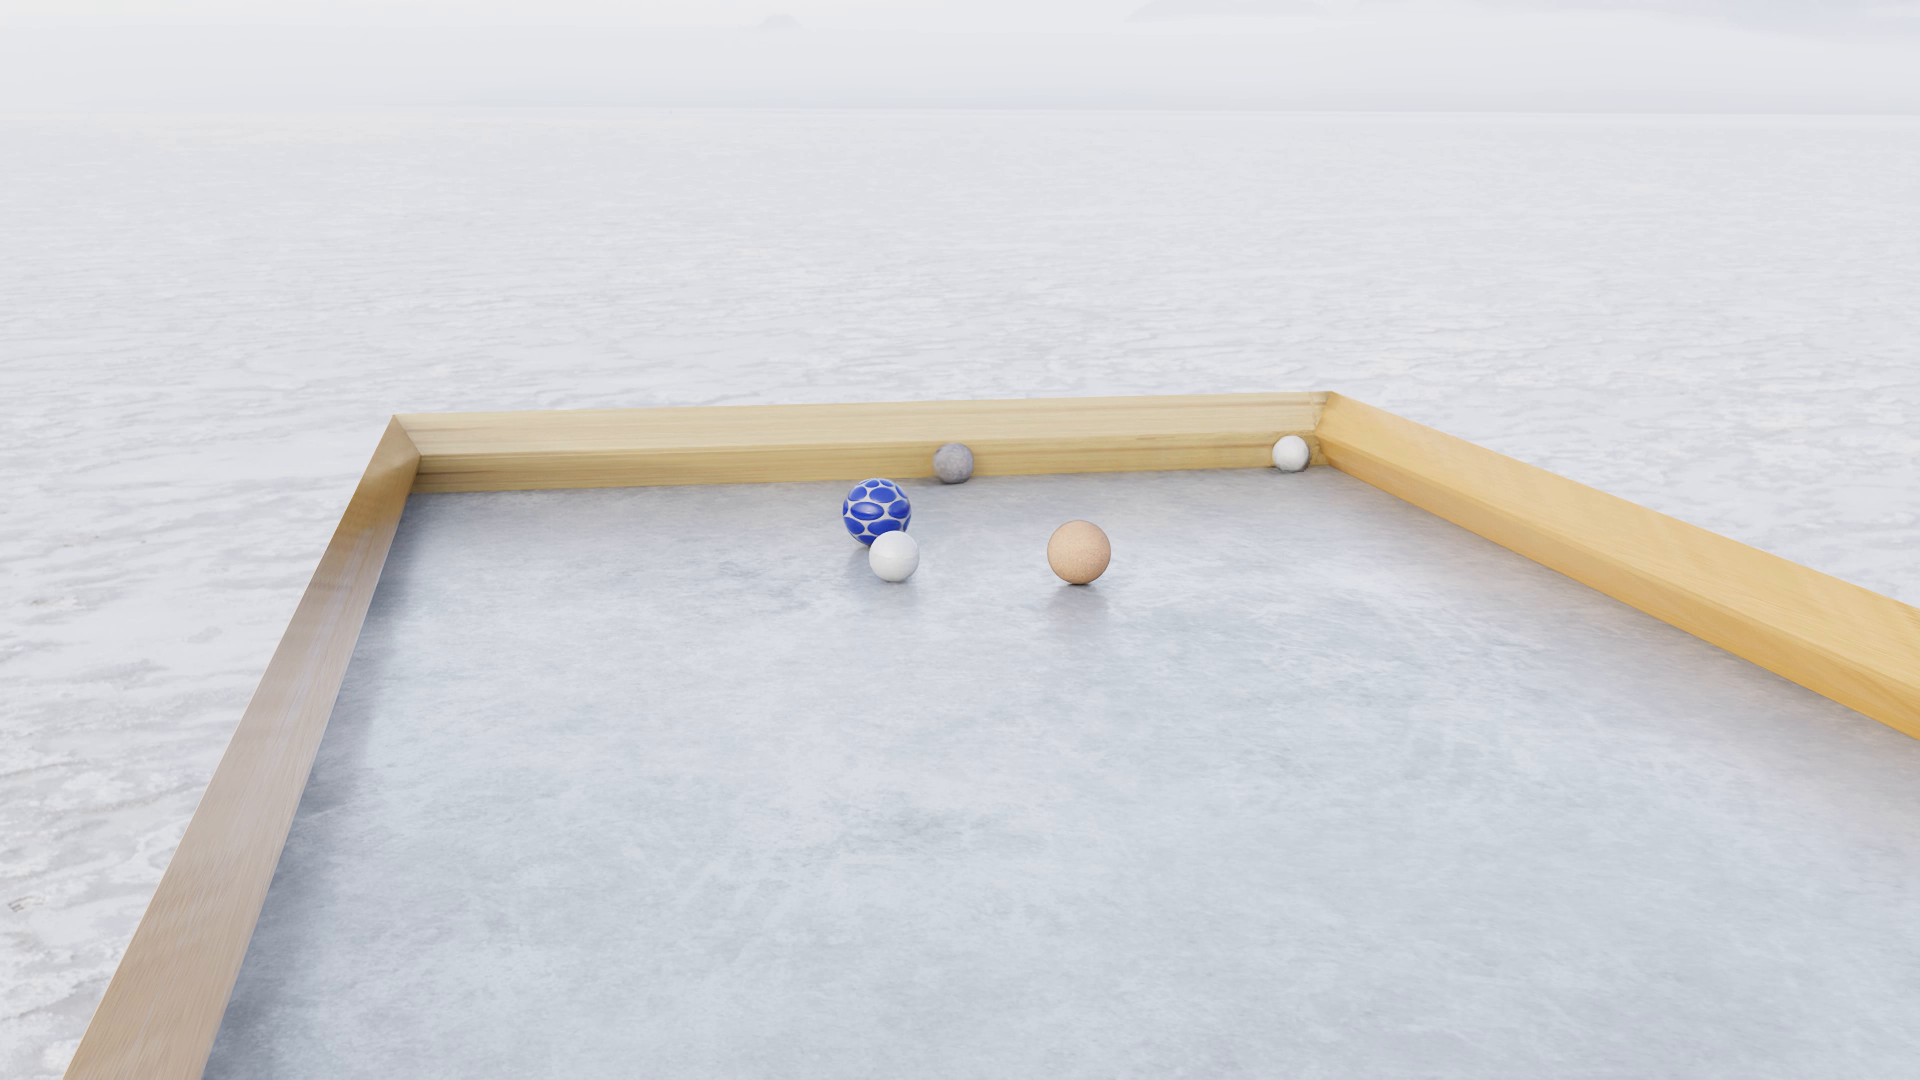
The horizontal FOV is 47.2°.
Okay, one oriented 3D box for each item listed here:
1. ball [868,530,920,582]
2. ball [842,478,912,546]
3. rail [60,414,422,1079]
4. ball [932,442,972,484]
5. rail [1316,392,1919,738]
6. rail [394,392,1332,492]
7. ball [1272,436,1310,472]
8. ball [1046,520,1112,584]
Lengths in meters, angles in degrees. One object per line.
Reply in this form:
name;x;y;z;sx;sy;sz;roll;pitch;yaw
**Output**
ball;-0.087;0.022;2.938;0.069;0.069;0.069;0;11;0
ball;-0.120;-0.040;3.169;0.100;0.100;0.100;0;11;0
rail;-0.631;0.147;2.151;0.045;0.130;2.999;-2;11;-10
ball;-0.013;-0.129;3.693;0.069;0.069;0.069;0;11;0
rail;0.902;0.092;2.427;0.045;0.130;2.999;-2;11;-10
rail;-0.131;-0.165;3.713;1.606;0.130;0.045;-2;11;-10
ball;0.573;-0.149;3.805;0.064;0.064;0.064;0;11;0
ball;0.158;0.016;2.925;0.086;0.086;0.086;0;11;0
